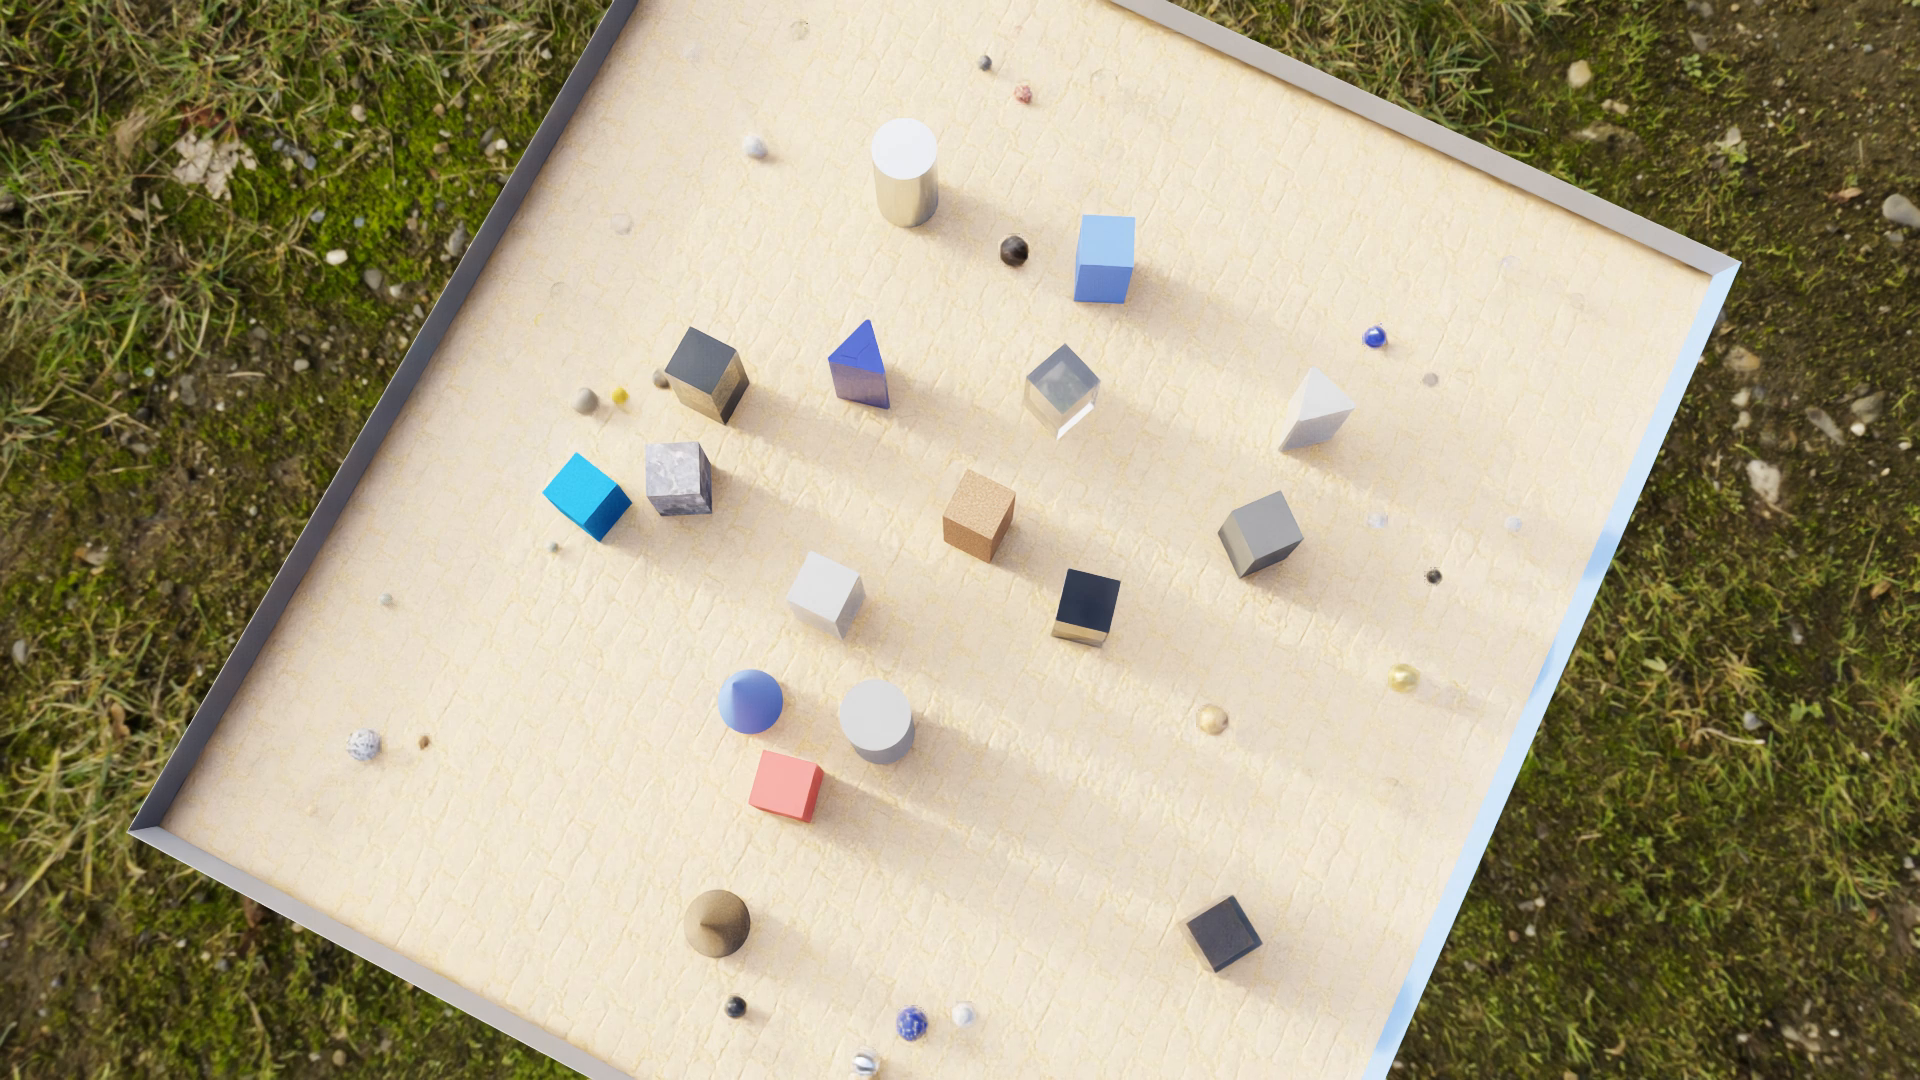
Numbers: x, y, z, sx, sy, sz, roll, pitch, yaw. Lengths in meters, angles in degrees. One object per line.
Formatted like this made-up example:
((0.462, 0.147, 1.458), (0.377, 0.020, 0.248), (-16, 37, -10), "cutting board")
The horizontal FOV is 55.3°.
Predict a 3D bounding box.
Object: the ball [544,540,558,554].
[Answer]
((-1.245, 0.022, 5.591), (0.042, 0.042, 0.042), (0, 78, 0), "ball")

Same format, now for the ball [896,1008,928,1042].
((-0.140, 1.396, 5.280), (0.094, 0.094, 0.094), (0, 78, 0), "ball")

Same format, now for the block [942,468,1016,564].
((0.056, -0.067, 5.443), (0.158, 0.366, 0.158), (26, 80, 5), "block")

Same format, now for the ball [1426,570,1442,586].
((1.442, 0.114, 5.569), (0.048, 0.048, 0.048), (0, 78, 0), "ball")

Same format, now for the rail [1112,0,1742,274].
((0.821, -1.601, 5.882), (3.543, 0.128, 0.045), (26, 80, 5), "rail")

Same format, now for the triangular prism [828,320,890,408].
((-0.285, -0.537, 5.532), (0.171, 0.383, 0.148), (14, 79, 3), "triangular prism")

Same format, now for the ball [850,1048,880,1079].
((-0.273, 1.503, 5.261), (0.086, 0.086, 0.086), (0, 78, 0), "ball")

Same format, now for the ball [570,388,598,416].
((-1.160, -0.429, 5.661), (0.087, 0.087, 0.087), (0, 78, 0), "ball")

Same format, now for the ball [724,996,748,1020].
((-0.649, 1.353, 5.302), (0.067, 0.067, 0.067), (0, 78, 0), "ball")

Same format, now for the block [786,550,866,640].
((-0.392, 0.167, 5.402), (0.158, 0.353, 0.158), (25, 79, 5), "block")

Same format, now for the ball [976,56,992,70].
((0.079, -1.539, 5.910), (0.048, 0.048, 0.048), (0, 78, 0), "ball")

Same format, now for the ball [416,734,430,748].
((-1.604, 0.602, 5.471), (0.041, 0.041, 0.041), (0, 78, 0), "ball")

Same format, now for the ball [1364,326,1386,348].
((1.294, -0.632, 5.711), (0.071, 0.071, 0.071), (0, 78, 0), "ball")

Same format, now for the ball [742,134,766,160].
((-0.655, -1.252, 5.836), (0.078, 0.078, 0.078), (0, 78, 0), "ball")

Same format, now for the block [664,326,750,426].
((-0.762, -0.492, 5.544), (0.158, 0.341, 0.158), (27, 80, 5), "block")

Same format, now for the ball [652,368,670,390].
((-0.923, -0.501, 5.686), (0.068, 0.068, 0.068), (0, 78, 0), "ball")

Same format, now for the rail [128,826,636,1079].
((-0.821, 1.615, 5.216), (3.543, 0.128, 0.045), (26, 80, 5), "rail")

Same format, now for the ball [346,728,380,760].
((-1.771, 0.606, 5.441), (0.099, 0.099, 0.099), (0, 78, 0), "ball")

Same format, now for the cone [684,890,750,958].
((-0.714, 1.090, 5.204), (0.197, 0.365, 0.197), (0, 78, 0), "cone")

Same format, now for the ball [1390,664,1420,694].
((1.333, 0.415, 5.484), (0.091, 0.091, 0.091), (0, 78, 0), "ball")

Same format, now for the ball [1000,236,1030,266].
((0.171, -0.907, 5.756), (0.095, 0.095, 0.095), (0, 78, 0), "ball")

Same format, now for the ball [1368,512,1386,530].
((1.277, -0.058, 5.601), (0.053, 0.053, 0.053), (0, 78, 0), "ball")

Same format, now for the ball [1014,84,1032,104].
((0.201, -1.431, 5.882), (0.060, 0.060, 0.060), (0, 78, 0), "ball")

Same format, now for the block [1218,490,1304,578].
((0.893, -0.013, 5.463), (0.158, 0.307, 0.158), (-23, 79, -5), "block")

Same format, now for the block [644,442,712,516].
((-0.845, -0.182, 5.515), (0.158, 0.273, 0.158), (-3, 78, -1), "block")

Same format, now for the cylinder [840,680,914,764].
((-0.234, 0.528, 5.270), (0.197, 0.465, 0.197), (0, 78, 0), "cylinder")

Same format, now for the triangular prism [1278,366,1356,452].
((1.050, -0.402, 5.514), (0.171, 0.363, 0.148), (-14, 79, -3), "triangular prism")

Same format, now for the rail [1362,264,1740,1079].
((1.563, 0.772, 5.390), (0.045, 0.128, 3.719), (26, 80, 5), "rail")

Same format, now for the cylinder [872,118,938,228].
((-0.166, -1.127, 5.651), (0.197, 0.389, 0.197), (0, 78, 0), "cylinder")

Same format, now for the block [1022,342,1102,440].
((0.306, -0.448, 5.562), (0.158, 0.289, 0.158), (-41, 81, -8), "block")

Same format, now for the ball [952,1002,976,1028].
((0.011, 1.373, 5.297), (0.070, 0.070, 0.070), (0, 78, 0), "ball")

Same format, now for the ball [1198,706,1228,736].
((0.756, 0.538, 5.460), (0.089, 0.089, 0.089), (0, 78, 0), "ball")

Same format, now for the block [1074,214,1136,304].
((0.441, -0.859, 5.624), (0.158, 0.333, 0.158), (3, 78, 1), "block")

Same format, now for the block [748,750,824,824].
((-0.501, 0.717, 5.315), (0.158, 0.300, 0.158), (14, 79, 3), "block")

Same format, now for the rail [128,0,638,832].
((-1.563, -0.759, 5.707), (0.045, 0.128, 3.719), (26, 80, 5), "rail")

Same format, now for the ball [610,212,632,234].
((-1.072, -0.999, 5.789), (0.068, 0.068, 0.068), (0, 78, 0), "ball")

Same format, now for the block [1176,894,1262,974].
((0.742, 1.129, 5.259), (0.158, 0.243, 0.158), (-30, 80, -6), "block")

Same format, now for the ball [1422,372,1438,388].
((1.463, -0.497, 5.695), (0.048, 0.048, 0.048), (0, 78, 0), "ball")

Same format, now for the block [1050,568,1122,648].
((0.370, 0.205, 5.420), (0.158, 0.302, 0.158), (14, 79, 3), "block")

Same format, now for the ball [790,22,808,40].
((-0.520, -1.647, 5.928), (0.059, 0.059, 0.059), (0, 78, 0), "ball")

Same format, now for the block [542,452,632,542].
((-1.119, -0.127, 5.514), (0.158, 0.253, 0.158), (37, 81, 7), "block")

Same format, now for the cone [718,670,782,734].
((-0.631, 0.442, 5.300), (0.197, 0.441, 0.197), (0, 78, 0), "cone")

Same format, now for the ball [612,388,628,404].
((-1.056, -0.447, 5.683), (0.052, 0.052, 0.052), (0, 78, 0), "ball")
